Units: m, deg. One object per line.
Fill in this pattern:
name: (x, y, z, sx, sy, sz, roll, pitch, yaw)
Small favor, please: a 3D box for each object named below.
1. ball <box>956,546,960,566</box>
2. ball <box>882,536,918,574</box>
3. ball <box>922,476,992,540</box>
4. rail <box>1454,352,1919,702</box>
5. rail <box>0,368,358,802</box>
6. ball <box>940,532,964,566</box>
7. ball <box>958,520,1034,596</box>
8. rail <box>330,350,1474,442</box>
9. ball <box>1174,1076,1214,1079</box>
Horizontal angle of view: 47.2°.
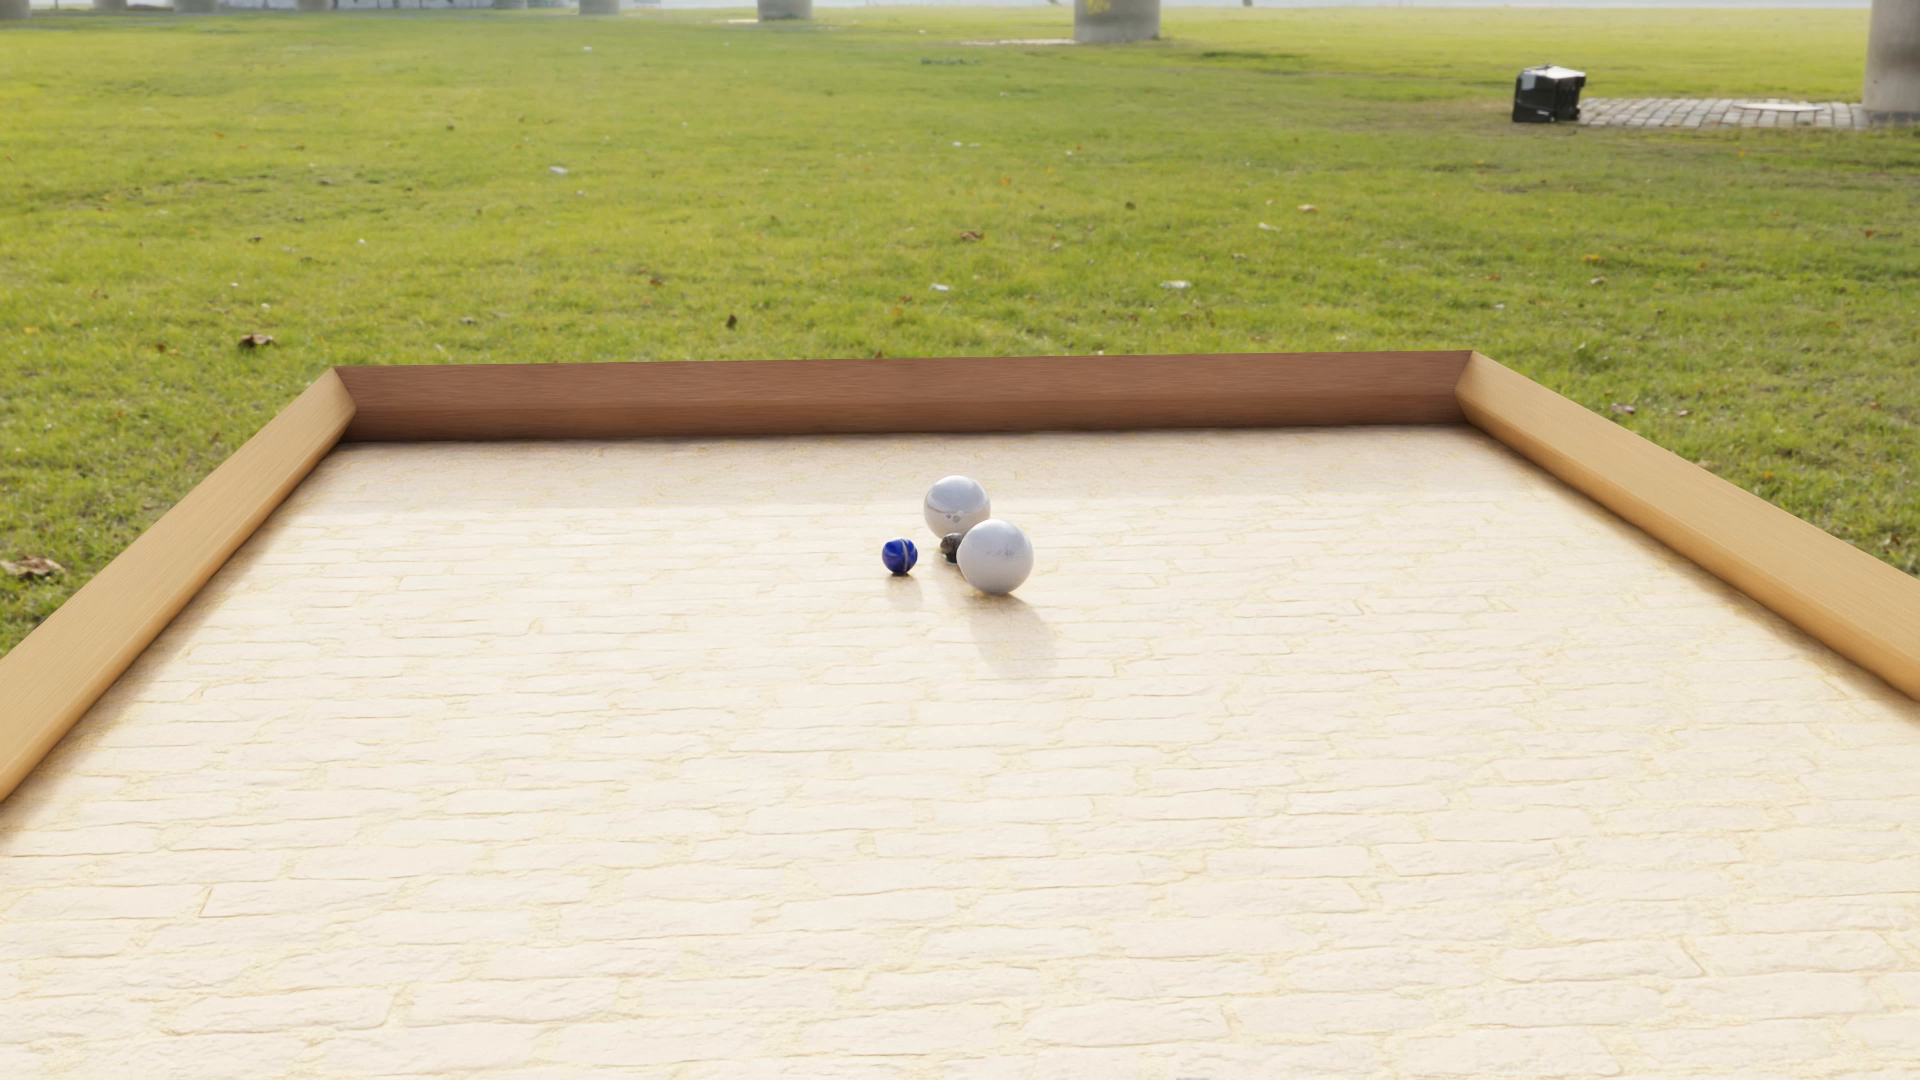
ball: (0.020, 0.021, 2.829, 0.050, 0.050, 0.050, 0, 14, 0)
ball: (-0.078, 0.020, 2.837, 0.048, 0.048, 0.048, 0, 14, 0)
ball: (-0.004, -0.042, 2.987, 0.093, 0.093, 0.093, 0, 14, 0)
rail: (1.013, 0.165, 2.099, 0.045, 0.126, 3.521, -1, 14, -5)
rail: (-0.862, 0.205, 1.943, 0.045, 0.126, 3.521, -1, 14, -5)
ball: (-0.006, 0.012, 2.880, 0.043, 0.043, 0.043, 0, 14, 0)
ball: (0.045, 0.021, 2.736, 0.095, 0.095, 0.095, 0, 14, 0)
rail: (-0.074, -0.239, 3.699, 1.930, 0.126, 0.045, -1, 14, -5)
ball: (0.143, 0.375, 1.333, 0.097, 0.097, 0.097, 0, 14, 0)
